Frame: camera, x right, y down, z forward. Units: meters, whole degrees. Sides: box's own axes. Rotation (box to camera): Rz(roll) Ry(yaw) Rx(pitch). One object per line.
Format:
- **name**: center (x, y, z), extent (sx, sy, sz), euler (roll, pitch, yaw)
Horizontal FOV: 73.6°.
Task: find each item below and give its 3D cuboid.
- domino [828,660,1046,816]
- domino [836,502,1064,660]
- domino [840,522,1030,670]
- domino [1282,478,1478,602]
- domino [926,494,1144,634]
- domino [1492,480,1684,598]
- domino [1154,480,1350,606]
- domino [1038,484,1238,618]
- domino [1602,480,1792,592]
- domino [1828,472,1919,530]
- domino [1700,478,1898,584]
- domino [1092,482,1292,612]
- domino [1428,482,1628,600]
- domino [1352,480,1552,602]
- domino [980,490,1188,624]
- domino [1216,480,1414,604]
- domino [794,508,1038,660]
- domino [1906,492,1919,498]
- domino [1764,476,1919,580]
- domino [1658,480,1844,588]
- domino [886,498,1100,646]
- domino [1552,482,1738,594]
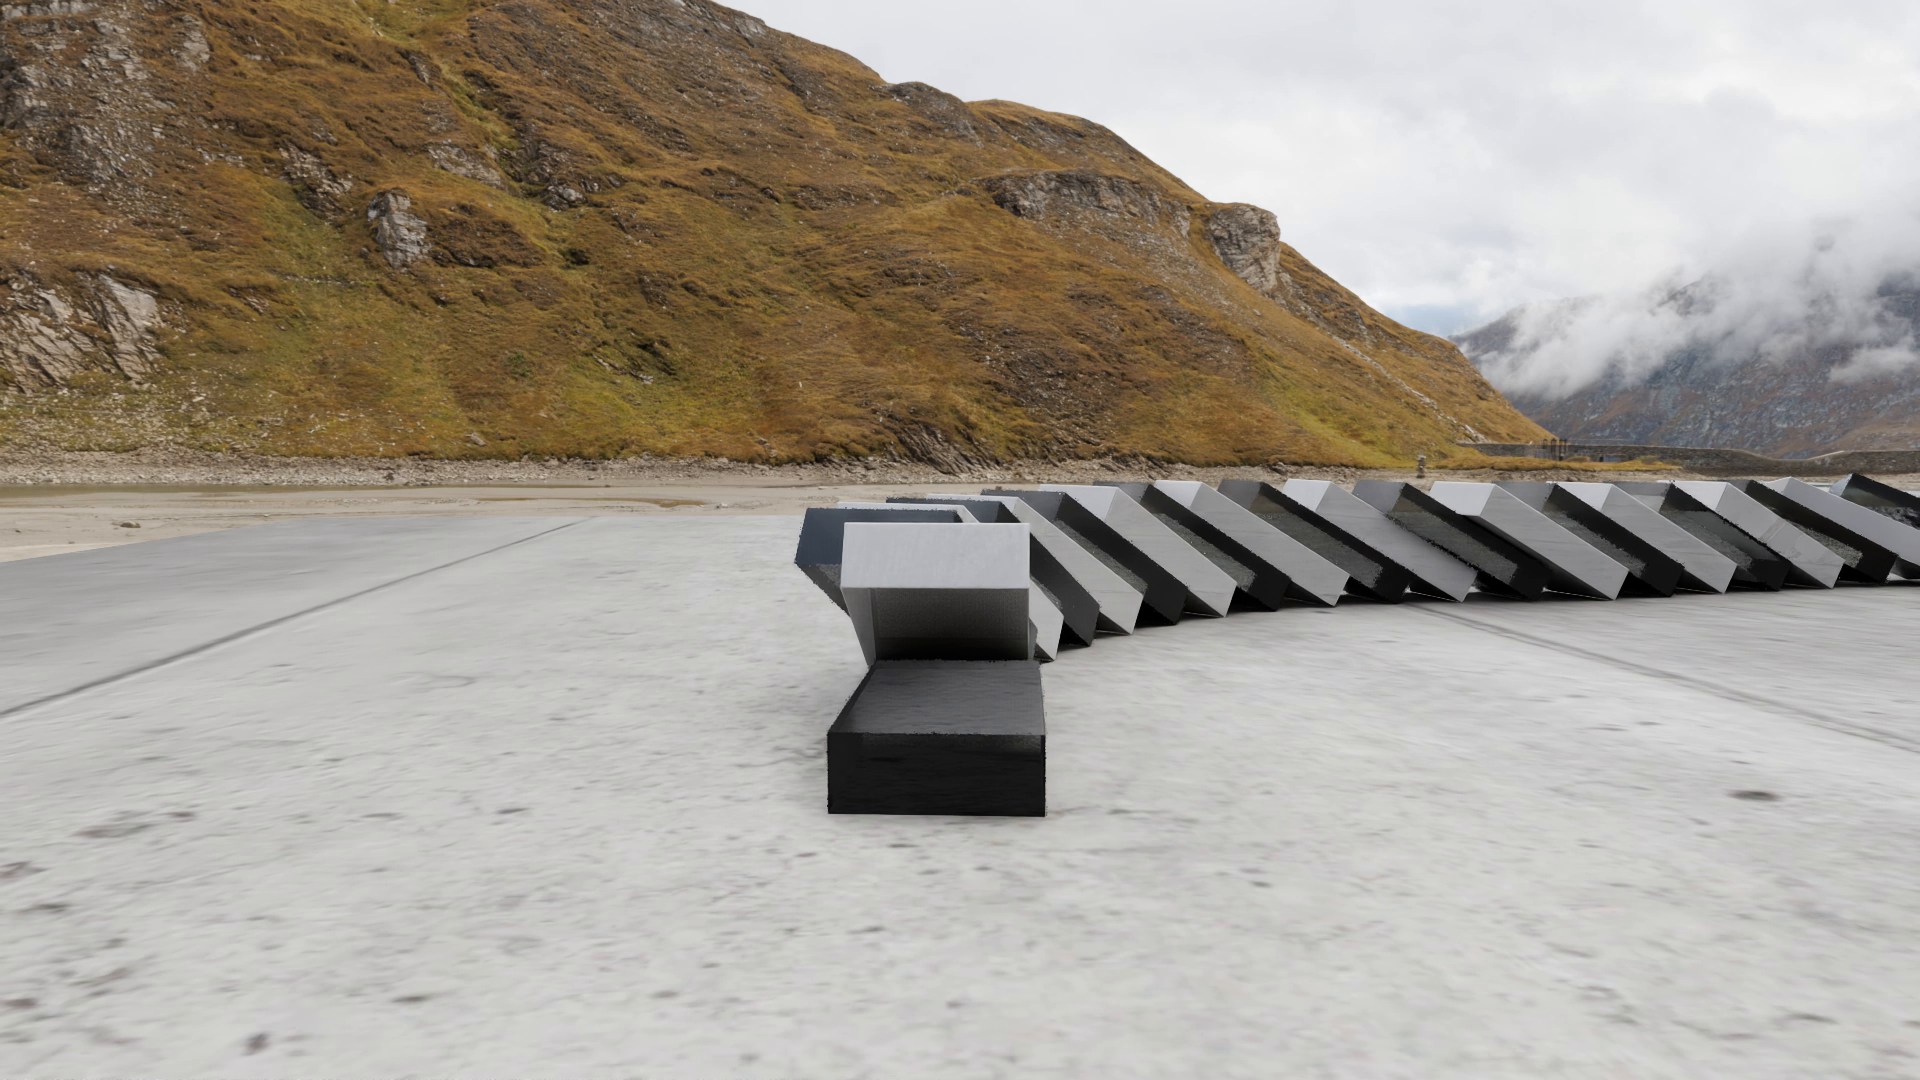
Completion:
- **domino**: center (-0.002, 0.025, 0.172), extent (0.025, 0.009, 0.050), euler (0, 4, 3)
- **domino**: center (-0.002, 0.009, 0.239), extent (0.025, 0.009, 0.050), euler (2, -24, 27)
- **domino**: center (-0.002, 0.012, 0.194), extent (0.025, 0.010, 0.050), euler (0, -24, 3)
- **domino**: center (0.113, 0.000, 0.352), extent (0.050, 0.010, 0.025), euler (29, -2, -12)
- **domino**: center (0.016, 0.006, 0.279), extent (0.025, 0.010, 0.050), euler (4, -22, 43)
- **domino**: center (0.174, 0.000, 0.360), extent (0.050, 0.009, 0.025), euler (28, -4, -16)
- **domino**: center (0.075, 0.001, 0.338), extent (0.050, 0.010, 0.025), euler (30, -6, -18)
- **domino**: center (0.042, 0.003, 0.311), extent (0.050, 0.010, 0.025), euler (34, -18, -37)
- **domino**: center (0.213, -0.001, 0.375), extent (0.050, 0.010, 0.025), euler (28, -4, -16)
- **domino**: center (0.295, -0.004, 0.393), extent (0.050, 0.009, 0.025), euler (28, 4, 22)
- **domino**: center (0.253, -0.003, 0.391), extent (0.050, 0.009, 0.025), euler (27, 0, -2)
- **domino**: center (0.057, 0.001, 0.327), extent (0.050, 0.009, 0.025), euler (31, -10, -24)
- **domino**: center (0.155, 0.000, 0.354), extent (0.050, 0.009, 0.025), euler (28, -4, -16)
- **domino**: center (0.134, 0.000, 0.353), extent (0.050, 0.010, 0.025), euler (29, -2, -12)
- **domino**: center (0.028, 0.004, 0.296), extent (0.025, 0.009, 0.050), euler (4, -22, 47)
- **domino**: center (0.094, 0.000, 0.346), extent (0.050, 0.009, 0.025), euler (29, -3, -13)
- **domino**: center (-0.006, 0.010, 0.218), extent (0.025, 0.009, 0.050), euler (2, -24, 20)
- **domino**: center (0.323, -0.001, 0.398), extent (0.025, 0.009, 0.050), euler (25, 4, -23)
- **domino**: center (0.274, -0.003, 0.395), extent (0.050, 0.009, 0.025), euler (27, 3, 13)
- **domino**: center (0.233, -0.002, 0.381), extent (0.050, 0.009, 0.025), euler (28, -4, -16)
- **domino**: center (0.007, 0.007, 0.258), extent (0.025, 0.009, 0.050), euler (3, -23, 31)
- **domino**: center (0.194, -0.001, 0.369), extent (0.050, 0.009, 0.025), euler (28, -4, -16)
